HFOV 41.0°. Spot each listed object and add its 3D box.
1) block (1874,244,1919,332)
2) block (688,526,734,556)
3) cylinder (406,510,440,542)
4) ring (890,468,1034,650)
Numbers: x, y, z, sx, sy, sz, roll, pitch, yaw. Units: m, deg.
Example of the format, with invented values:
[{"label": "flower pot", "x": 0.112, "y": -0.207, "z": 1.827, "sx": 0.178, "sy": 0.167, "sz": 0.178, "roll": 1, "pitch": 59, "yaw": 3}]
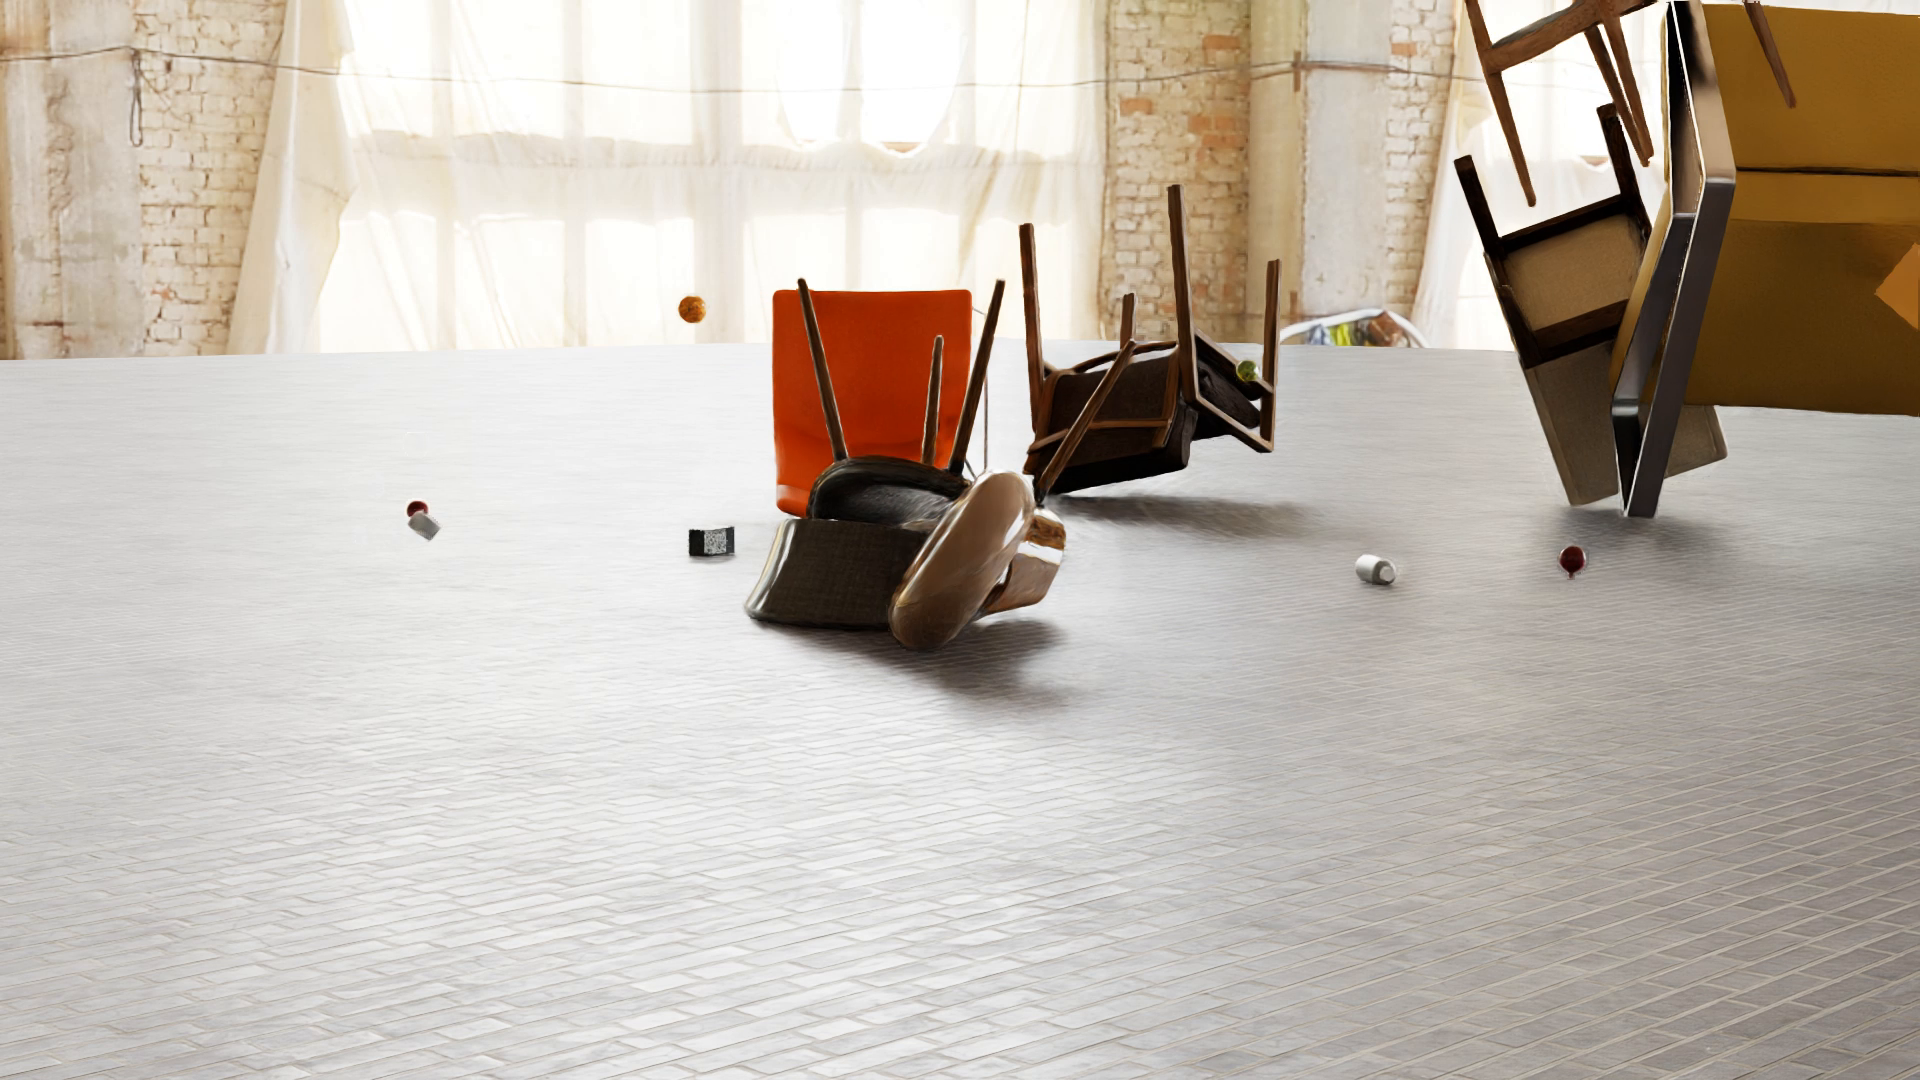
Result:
[{"label": "block", "x": 2.277, "y": -0.562, "z": 5.959, "sx": 0.134, "sy": 0.145, "sz": 0.216, "roll": -5, "pitch": 46, "yaw": -48}, {"label": "block", "x": -0.588, "y": 0.002, "z": 6.083, "sx": 0.057, "sy": 0.063, "sz": 0.107, "roll": 3, "pitch": 7, "yaw": 30}, {"label": "cylinder", "x": -1.325, "y": -0.034, "z": 6.343, "sx": 0.072, "sy": 0.047, "sz": 0.045, "roll": 39, "pitch": -5, "yaw": -12}, {"label": "ring", "x": 0.004, "y": 0.033, "z": 4.564, "sx": 0.124, "sy": 0.337, "sz": 0.427, "roll": 36, "pitch": 33, "yaw": -4}]
